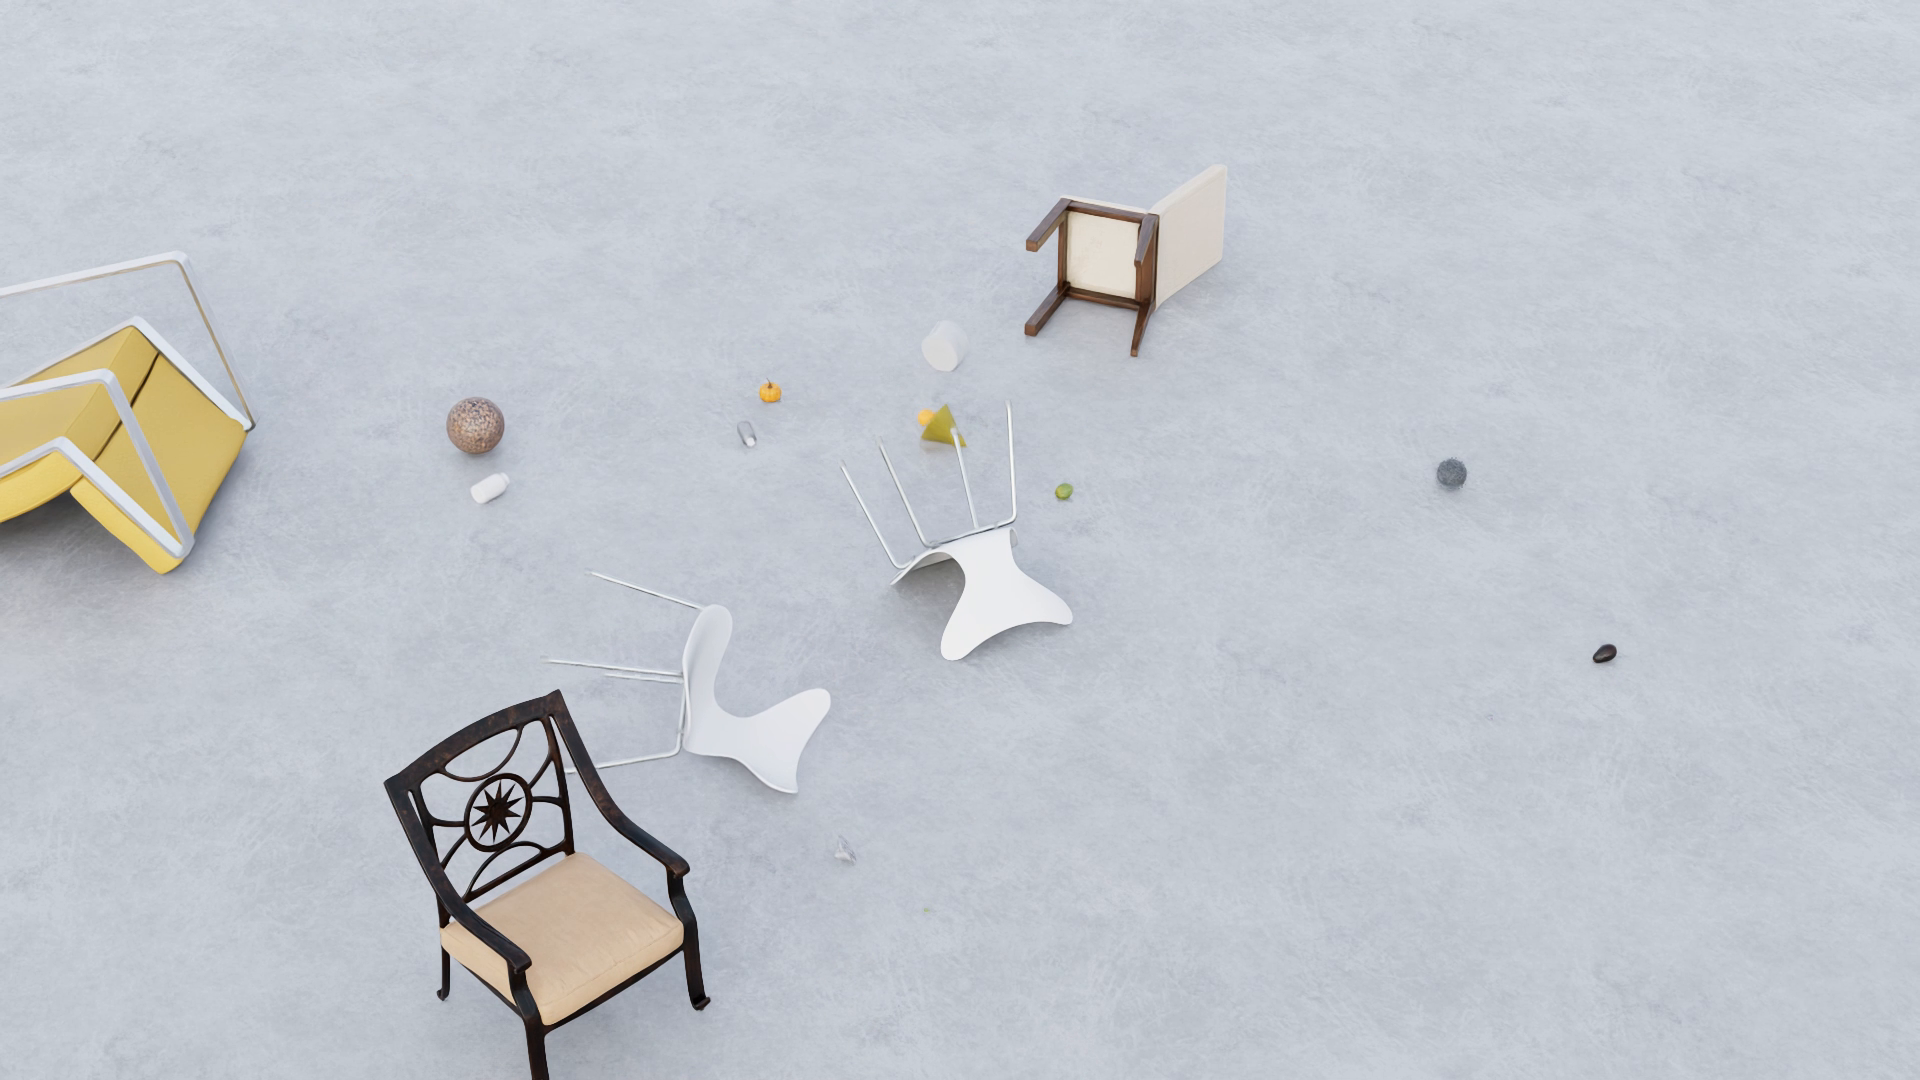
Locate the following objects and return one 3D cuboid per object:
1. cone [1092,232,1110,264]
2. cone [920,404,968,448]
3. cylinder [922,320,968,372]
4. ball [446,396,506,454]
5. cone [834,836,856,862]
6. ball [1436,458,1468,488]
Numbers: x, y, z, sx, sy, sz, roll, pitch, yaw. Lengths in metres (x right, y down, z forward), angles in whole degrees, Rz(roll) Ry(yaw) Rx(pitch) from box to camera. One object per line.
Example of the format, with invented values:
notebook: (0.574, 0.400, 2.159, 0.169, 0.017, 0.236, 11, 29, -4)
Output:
cone: (0.616, -1.286, 12.767, 0.092, 0.142, 0.074, 17, 37, 24)
cone: (-0.037, -0.413, 11.502, 0.169, 0.171, 0.177, 37, 18, 4)
cylinder: (-0.060, -0.795, 12.006, 0.144, 0.172, 0.134, -30, 15, 36)
ball: (-1.886, -0.447, 11.416, 0.227, 0.227, 0.227, 0, 33, 0)
cone: (-0.382, 1.005, 9.390, 0.054, 0.078, 0.111, -37, 51, 11)
ball: (1.883, -0.254, 11.224, 0.116, 0.116, 0.116, 0, 33, 0)
